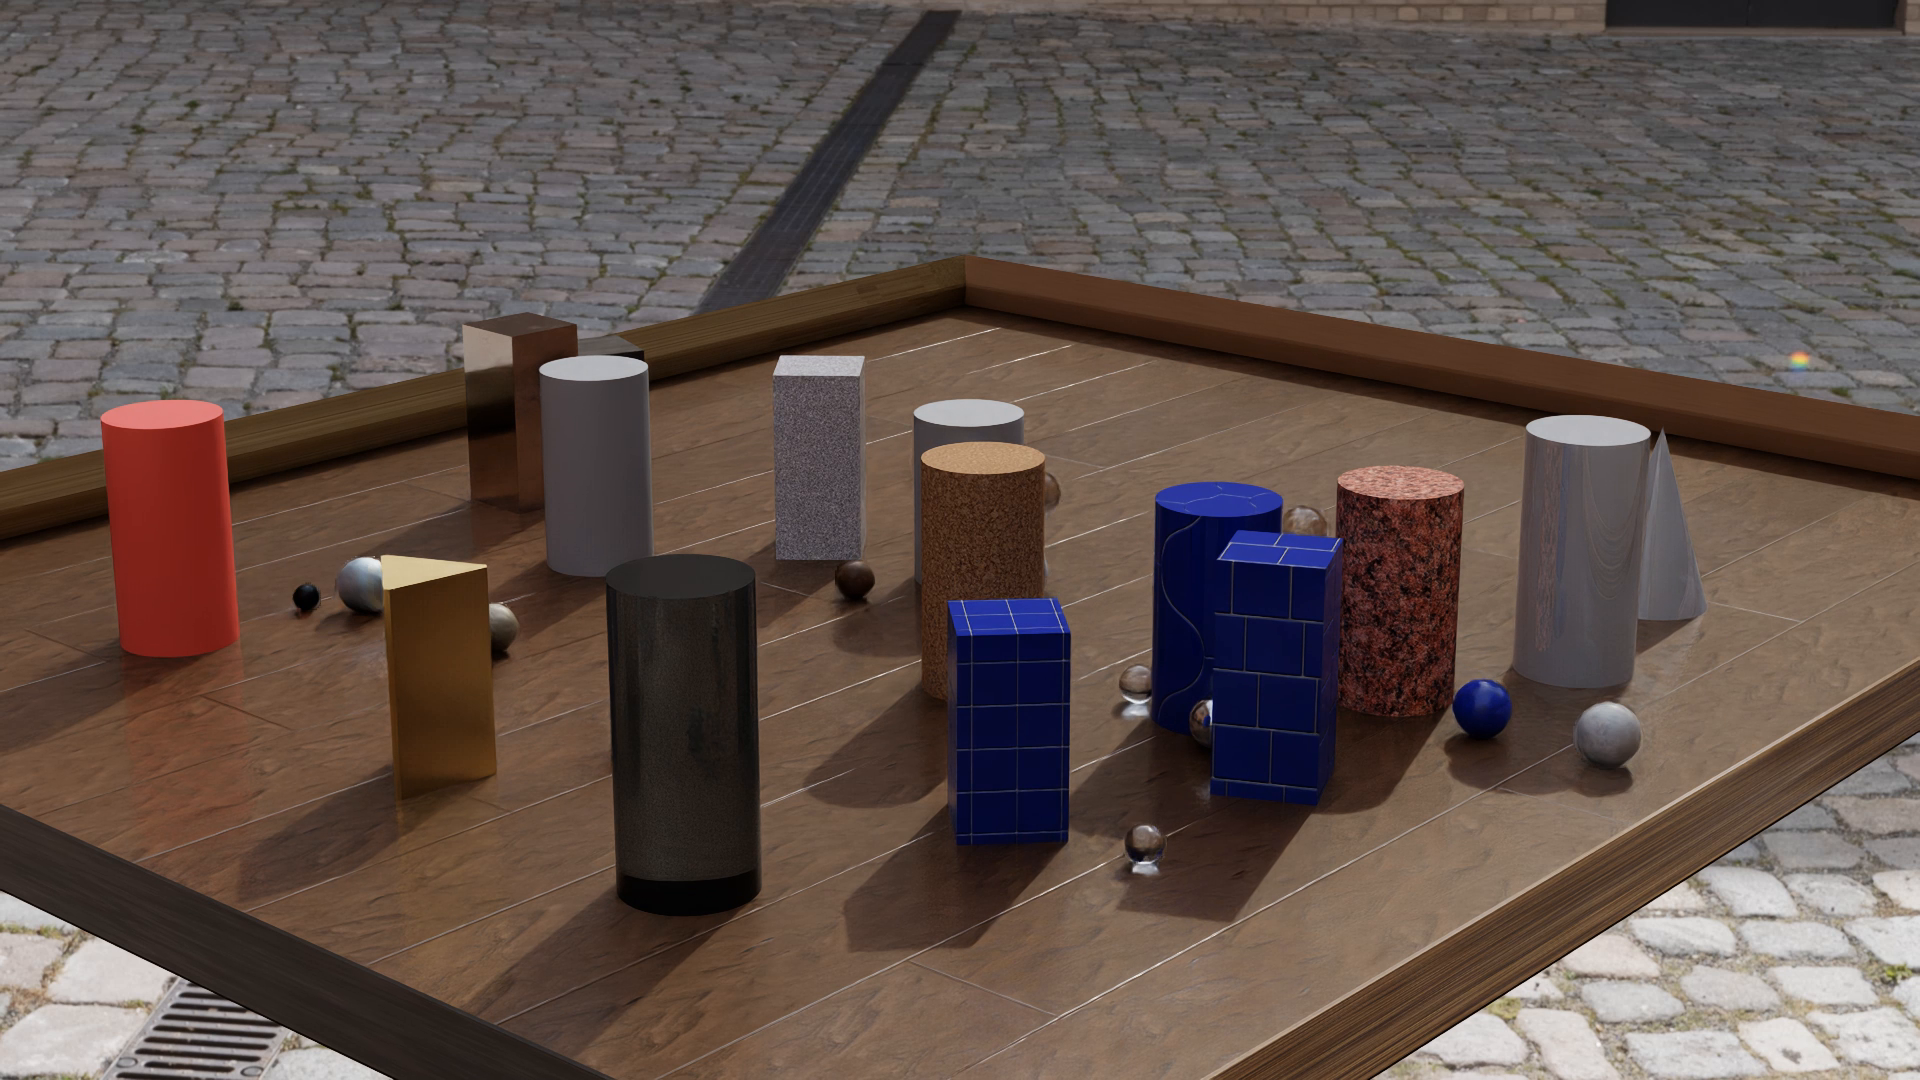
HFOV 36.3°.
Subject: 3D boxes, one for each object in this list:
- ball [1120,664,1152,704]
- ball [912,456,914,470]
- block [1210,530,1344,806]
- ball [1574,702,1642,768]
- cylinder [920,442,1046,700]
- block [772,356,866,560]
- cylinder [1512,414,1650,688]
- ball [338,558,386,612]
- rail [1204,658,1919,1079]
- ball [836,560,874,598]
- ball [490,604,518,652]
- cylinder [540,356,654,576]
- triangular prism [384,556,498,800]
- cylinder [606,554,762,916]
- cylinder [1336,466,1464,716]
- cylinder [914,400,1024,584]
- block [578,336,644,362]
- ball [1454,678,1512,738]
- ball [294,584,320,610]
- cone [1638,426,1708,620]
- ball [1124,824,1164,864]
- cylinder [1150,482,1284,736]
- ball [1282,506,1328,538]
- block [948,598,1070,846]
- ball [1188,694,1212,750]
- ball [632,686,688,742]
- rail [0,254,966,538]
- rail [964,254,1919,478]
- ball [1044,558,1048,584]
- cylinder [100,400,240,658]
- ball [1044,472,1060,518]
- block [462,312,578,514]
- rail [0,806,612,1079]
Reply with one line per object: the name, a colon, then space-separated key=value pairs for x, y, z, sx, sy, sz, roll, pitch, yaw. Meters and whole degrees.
ball: x=0.280 y=0.225 z=4.592 sx=0.062 sy=0.062 sz=0.062 roll=0 pitch=17 yaw=0
ball: x=-0.066 y=-0.153 z=5.846 sx=0.062 sy=0.062 sz=0.062 roll=0 pitch=17 yaw=0
block: x=0.457 y=0.182 z=4.229 sx=0.155 sy=0.354 sz=0.155 roll=5 pitch=17 yaw=16
ball: x=0.957 y=0.288 z=4.325 sx=0.097 sy=0.097 sz=0.097 roll=0 pitch=17 yaw=0
cylinder: x=0.036 y=0.051 z=4.629 sx=0.194 sy=0.375 sz=0.194 roll=0 pitch=17 yaw=0
block: x=-0.254 y=-0.151 z=5.351 sx=0.155 sy=0.344 sz=0.155 roll=0 pitch=17 yaw=2
cylinder: x=0.995 y=0.017 z=4.699 sx=0.194 sy=0.399 sz=0.194 roll=0 pitch=17 yaw=0
ball: x=-1.019 y=0.077 z=5.026 sx=0.095 sy=0.095 sz=0.095 roll=0 pitch=17 yaw=0
rail: x=1.160 y=0.323 z=4.156 sx=0.045 sy=0.126 sz=3.627 roll=14 pitch=22 yaw=39
ball: x=-0.182 y=0.068 z=5.103 sx=0.067 sy=0.067 sz=0.067 roll=0 pitch=17 yaw=0
ball: x=-0.767 y=0.145 z=4.828 sx=0.080 sy=0.080 sz=0.080 roll=0 pitch=17 yaw=0
cylinder: x=-0.652 y=-0.134 z=5.269 sx=0.194 sy=0.359 sz=0.194 roll=0 pitch=17 yaw=0
triangular prism: x=-0.792 y=0.190 z=4.268 sx=0.168 sy=0.317 sz=0.145 roll=-14 pitch=22 yaw=-40
cylinder: x=-0.361 y=0.254 z=3.850 sx=0.194 sy=0.435 sz=0.194 roll=0 pitch=17 yaw=0
cylinder: x=0.681 y=0.078 z=4.582 sx=0.194 sy=0.350 sz=0.194 roll=0 pitch=17 yaw=0
cylinder: x=0.016 y=-0.079 z=5.185 sx=0.194 sy=0.302 sz=0.194 roll=0 pitch=17 yaw=0
block: x=-0.735 y=-0.271 z=5.922 sx=0.155 sy=0.245 sz=0.155 roll=-8 pitch=19 yaw=-26
ball: x=0.793 y=0.255 z=4.447 sx=0.090 sy=0.090 sz=0.090 roll=0 pitch=17 yaw=0
ball: x=-1.124 y=0.098 z=5.044 sx=0.045 sy=0.045 sz=0.045 roll=0 pitch=17 yaw=0
cone: x=1.197 y=-0.042 z=5.039 sx=0.194 sy=0.316 sz=0.194 roll=0 pitch=17 yaw=0
ball: x=0.250 y=0.413 z=3.982 sx=0.056 sy=0.056 sz=0.056 roll=0 pitch=17 yaw=0
cylinder: x=0.392 y=0.105 z=4.493 sx=0.194 sy=0.349 sz=0.194 roll=0 pitch=17 yaw=0
ball: x=0.626 y=-0.017 z=5.348 sx=0.089 sy=0.089 sz=0.089 roll=0 pitch=17 yaw=0
block: x=0.066 y=0.251 z=4.085 sx=0.155 sy=0.305 sz=0.155 roll=-1 pitch=17 yaw=-5
ball: x=0.386 y=0.272 z=4.397 sx=0.086 sy=0.086 sz=0.086 roll=0 pitch=17 yaw=0
ball: x=-0.453 y=0.262 z=4.428 sx=0.086 sy=0.086 sz=0.086 roll=0 pitch=17 yaw=0
rail: x=-1.160 y=-0.259 z=6.085 sx=0.045 sy=0.126 sz=3.627 roll=14 pitch=22 yaw=39
rail: x=1.173 y=-0.359 z=6.414 sx=3.121 sy=0.126 sz=0.045 roll=14 pitch=22 yaw=39
ball: x=0.112 y=0.054 z=5.116 sx=0.087 sy=0.087 sz=0.087 roll=0 pitch=17 yaw=0
cylinder: x=-1.303 y=-0.021 z=4.845 sx=0.194 sy=0.387 sz=0.194 roll=0 pitch=17 yaw=0
ball: x=0.145 y=-0.086 z=5.570 sx=0.093 sy=0.093 sz=0.093 roll=0 pitch=17 yaw=0
block: x=-0.843 y=-0.247 z=5.663 sx=0.155 sy=0.347 sz=0.155 roll=16 pitch=23 yaw=42
rail: x=-1.173 y=0.422 z=3.826 sx=3.121 sy=0.126 sz=0.045 roll=14 pitch=22 yaw=39
